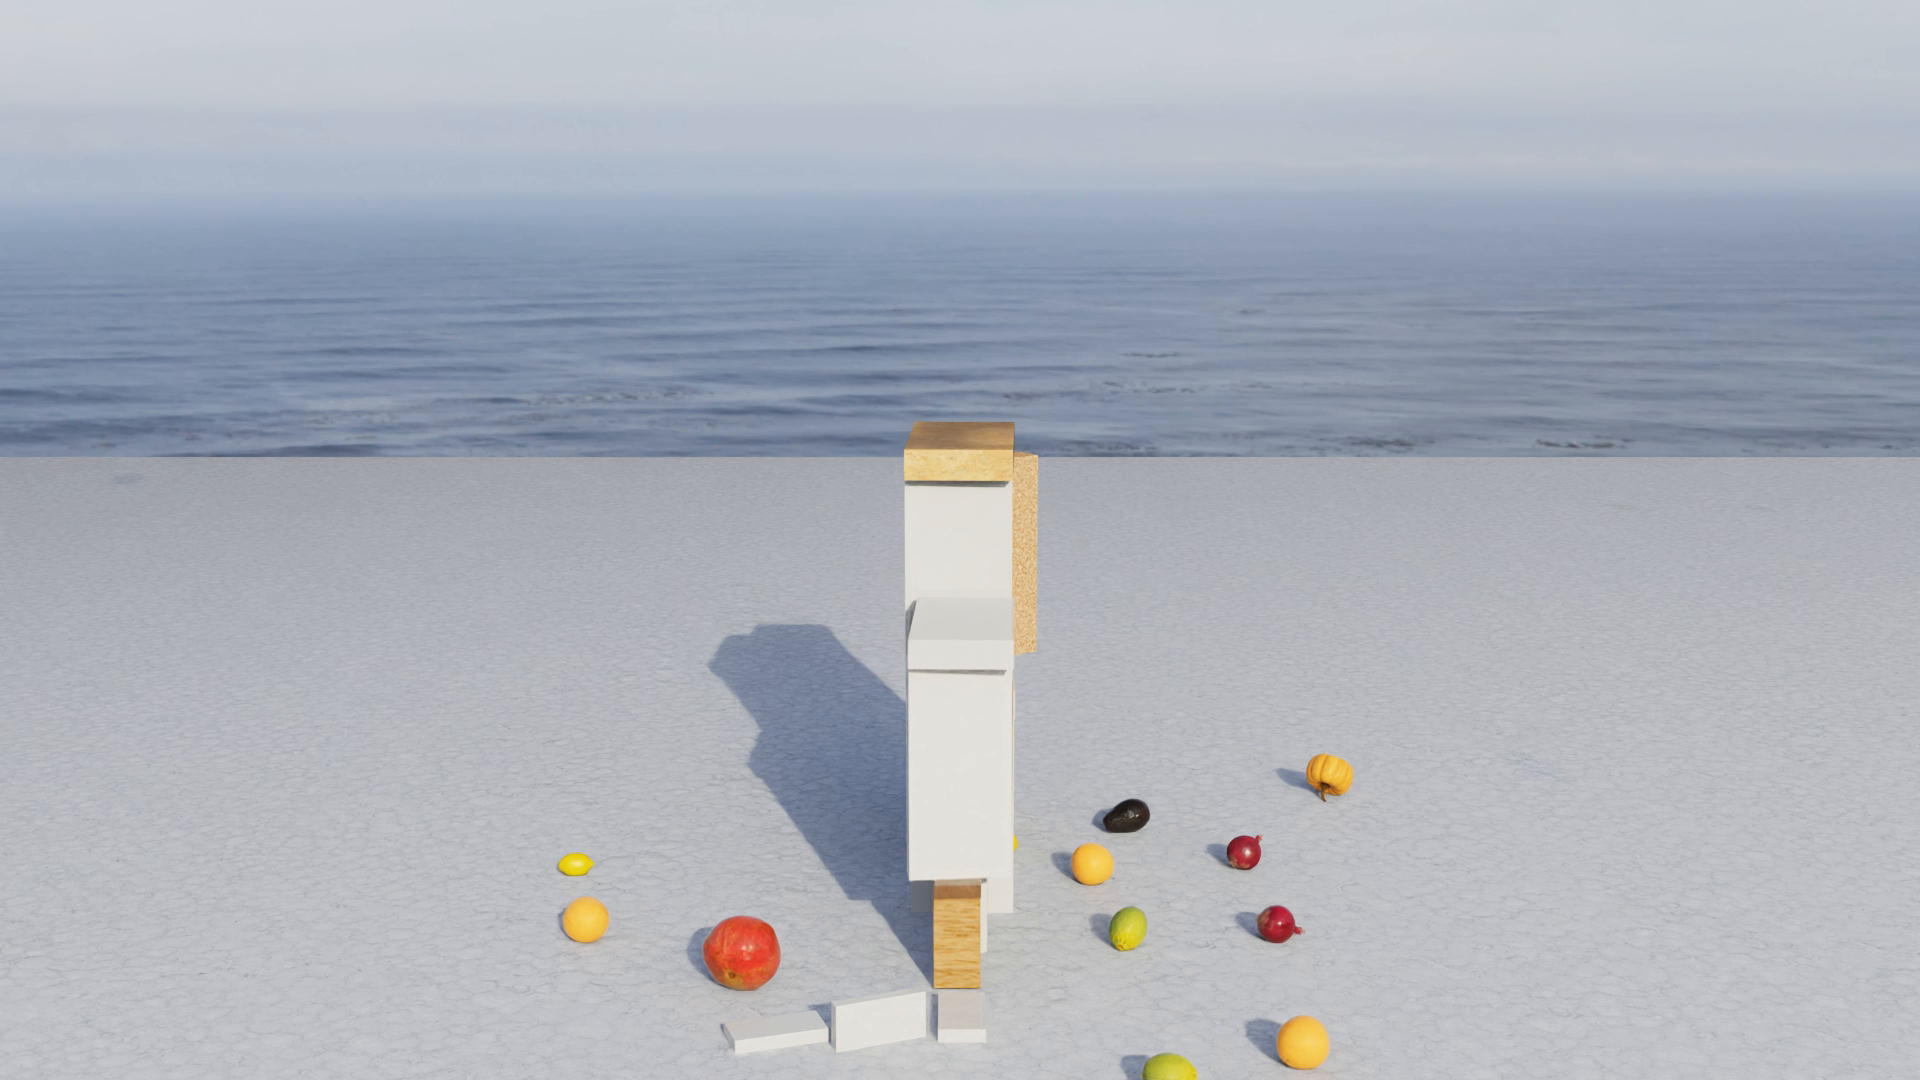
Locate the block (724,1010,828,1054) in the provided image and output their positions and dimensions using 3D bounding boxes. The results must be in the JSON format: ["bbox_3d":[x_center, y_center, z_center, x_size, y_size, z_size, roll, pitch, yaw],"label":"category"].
[{"bbox_3d":[-0.257,0.689,3.082,0.134,0.019,0.067,-4,11,-19],"label":"block"}]

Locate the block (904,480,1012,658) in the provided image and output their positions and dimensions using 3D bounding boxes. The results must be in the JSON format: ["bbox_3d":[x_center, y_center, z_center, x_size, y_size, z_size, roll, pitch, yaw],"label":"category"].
[{"bbox_3d":[-0.003,0.063,3.503,0.169,0.337,0.048,0,11,-1],"label":"block"}]

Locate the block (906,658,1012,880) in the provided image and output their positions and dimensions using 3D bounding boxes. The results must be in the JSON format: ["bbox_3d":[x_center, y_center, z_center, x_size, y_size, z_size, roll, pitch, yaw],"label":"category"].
[{"bbox_3d":[-0.002,0.337,3.255,0.152,0.329,0.043,-1,11,-6],"label":"block"}]

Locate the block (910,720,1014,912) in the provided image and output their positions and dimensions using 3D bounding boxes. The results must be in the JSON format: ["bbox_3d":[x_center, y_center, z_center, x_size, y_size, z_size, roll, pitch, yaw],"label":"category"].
[{"bbox_3d":[0.003,0.439,3.572,0.167,0.333,0.047,0,11,0],"label":"block"}]

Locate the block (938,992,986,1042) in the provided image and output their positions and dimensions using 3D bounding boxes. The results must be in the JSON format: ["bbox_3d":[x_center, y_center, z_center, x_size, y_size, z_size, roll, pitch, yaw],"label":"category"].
[{"bbox_3d":[0.002,0.680,3.134,0.067,0.019,0.134,0,11,0],"label":"block"}]

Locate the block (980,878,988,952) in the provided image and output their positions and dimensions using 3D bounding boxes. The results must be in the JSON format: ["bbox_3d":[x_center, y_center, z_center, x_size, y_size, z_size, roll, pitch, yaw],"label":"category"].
[{"bbox_3d":[0.001,0.558,3.401,0.080,0.160,0.023,-1,11,-4],"label":"block"}]

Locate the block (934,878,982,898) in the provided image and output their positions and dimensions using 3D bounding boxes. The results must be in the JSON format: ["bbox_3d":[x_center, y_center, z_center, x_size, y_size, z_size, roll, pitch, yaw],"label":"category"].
[{"bbox_3d":[-0.004,0.505,3.305,0.069,0.020,0.139,0,11,-1],"label":"block"}]

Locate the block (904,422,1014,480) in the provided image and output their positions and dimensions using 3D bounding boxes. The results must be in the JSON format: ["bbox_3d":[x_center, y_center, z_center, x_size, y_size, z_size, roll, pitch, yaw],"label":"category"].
[{"bbox_3d":[0.003,-0.147,3.574,0.169,0.048,0.338,0,11,2],"label":"block"}]

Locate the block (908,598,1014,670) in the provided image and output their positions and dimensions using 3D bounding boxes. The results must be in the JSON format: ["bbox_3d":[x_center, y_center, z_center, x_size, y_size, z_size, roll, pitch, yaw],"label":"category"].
[{"bbox_3d":[0.005,0.138,3.311,0.152,0.043,0.304,0,10,1],"label":"block"}]

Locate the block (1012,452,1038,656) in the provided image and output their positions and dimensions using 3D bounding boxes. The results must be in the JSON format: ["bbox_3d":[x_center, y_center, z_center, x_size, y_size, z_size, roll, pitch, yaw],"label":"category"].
[{"bbox_3d":[0.048,0.029,3.683,0.169,0.337,0.048,-8,13,-36],"label":"block"}]

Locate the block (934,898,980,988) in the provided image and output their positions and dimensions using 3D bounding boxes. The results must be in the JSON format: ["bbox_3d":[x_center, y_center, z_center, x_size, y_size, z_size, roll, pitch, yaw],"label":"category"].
[{"bbox_3d":[-0.004,0.594,3.264,0.069,0.139,0.020,0,3,-1],"label":"block"}]

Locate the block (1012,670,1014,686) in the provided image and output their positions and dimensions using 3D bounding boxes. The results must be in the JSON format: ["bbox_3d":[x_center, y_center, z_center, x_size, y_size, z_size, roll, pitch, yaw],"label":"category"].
[{"bbox_3d":[0.005,0.292,3.439,0.152,0.304,0.043,-1,11,-3],"label":"block"}]

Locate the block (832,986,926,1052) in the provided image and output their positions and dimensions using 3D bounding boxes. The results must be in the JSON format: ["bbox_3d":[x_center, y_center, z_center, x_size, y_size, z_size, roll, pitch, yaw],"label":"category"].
[{"bbox_3d":[-0.113,0.668,3.065,0.134,0.067,0.019,-5,11,-23],"label":"block"}]

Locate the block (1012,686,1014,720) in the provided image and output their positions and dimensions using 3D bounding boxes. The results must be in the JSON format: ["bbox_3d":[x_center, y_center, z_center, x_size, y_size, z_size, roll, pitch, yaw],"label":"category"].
[{"bbox_3d":[0.004,0.232,3.646,0.166,0.047,0.333,0,11,0],"label":"block"}]

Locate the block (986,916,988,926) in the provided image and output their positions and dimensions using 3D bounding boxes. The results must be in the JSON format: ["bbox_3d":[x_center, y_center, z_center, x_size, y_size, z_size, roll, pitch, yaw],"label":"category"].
[{"bbox_3d":[0.003,0.539,3.504,0.080,0.160,0.023,1,11,6],"label":"block"}]
